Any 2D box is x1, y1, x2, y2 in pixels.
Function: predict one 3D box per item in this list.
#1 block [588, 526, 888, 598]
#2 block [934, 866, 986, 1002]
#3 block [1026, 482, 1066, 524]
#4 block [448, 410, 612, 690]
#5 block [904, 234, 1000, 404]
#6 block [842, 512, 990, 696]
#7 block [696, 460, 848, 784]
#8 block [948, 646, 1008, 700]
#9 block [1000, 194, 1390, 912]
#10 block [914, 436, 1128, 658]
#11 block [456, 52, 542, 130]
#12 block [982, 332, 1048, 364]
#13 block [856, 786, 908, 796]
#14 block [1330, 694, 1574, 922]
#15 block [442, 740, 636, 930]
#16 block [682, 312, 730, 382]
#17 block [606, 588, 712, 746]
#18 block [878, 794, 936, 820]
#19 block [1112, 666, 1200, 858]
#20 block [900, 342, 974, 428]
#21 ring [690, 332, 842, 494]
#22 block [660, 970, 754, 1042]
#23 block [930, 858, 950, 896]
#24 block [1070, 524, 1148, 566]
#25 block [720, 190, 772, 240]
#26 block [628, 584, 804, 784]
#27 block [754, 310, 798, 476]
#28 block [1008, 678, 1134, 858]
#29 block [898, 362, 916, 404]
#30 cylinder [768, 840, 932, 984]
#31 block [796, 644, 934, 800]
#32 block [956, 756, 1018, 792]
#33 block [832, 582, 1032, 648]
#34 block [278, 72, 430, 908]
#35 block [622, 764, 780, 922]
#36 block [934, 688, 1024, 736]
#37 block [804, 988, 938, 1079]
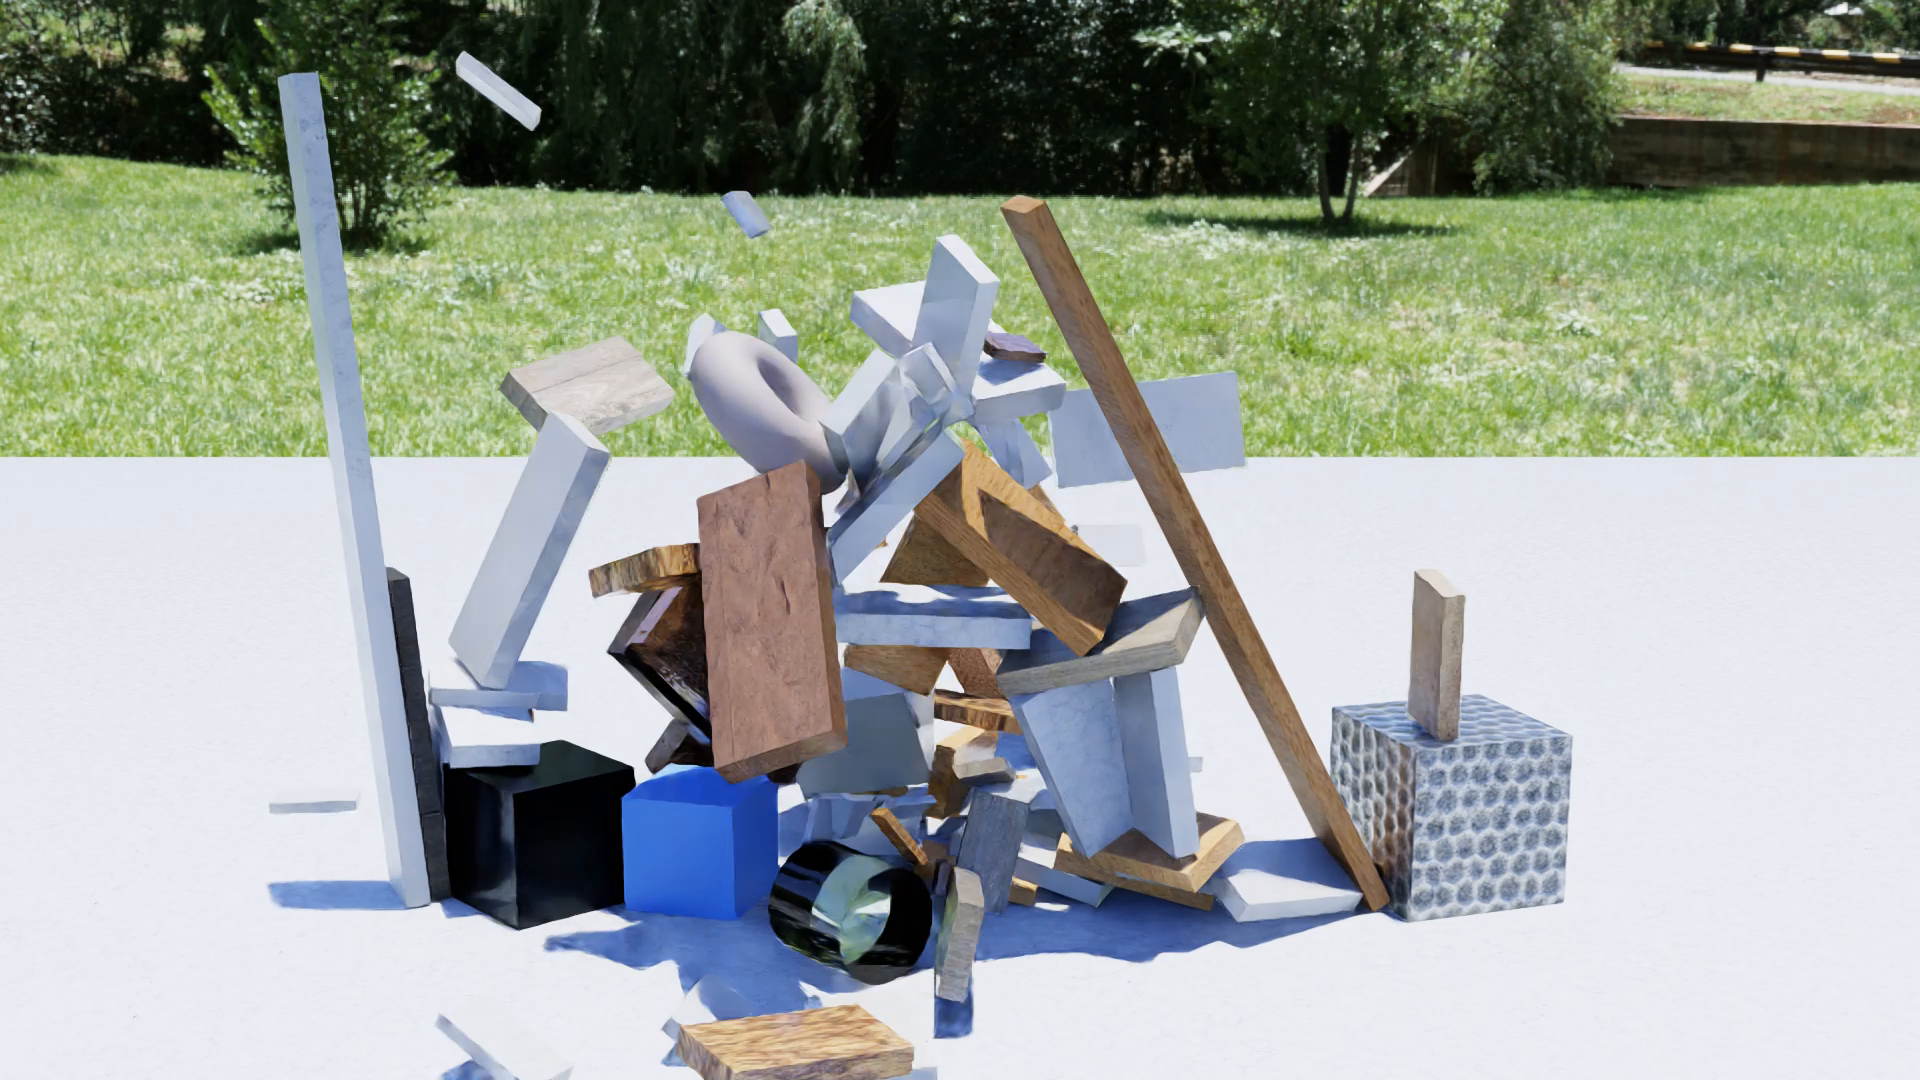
[{"bbox_3d":[-0.340,0.028,3.455,0.155,0.044,0.504,-17,-6,39],"label":"block"},{"bbox_3d":[-0.002,0.573,3.218,0.039,0.137,0.300,13,0,-1],"label":"block"},{"bbox_3d":[0.137,-0.082,4.598,0.086,0.172,0.024,-36,-3,12],"label":"block"},{"bbox_3d":[-0.713,0.016,3.627,0.044,0.441,0.156,16,15,-41],"label":"block"},{"bbox_3d":[-0.014,-0.311,3.250,0.035,0.249,0.125,-12,45,-31],"label":"block"},{"bbox_3d":[-0.058,0.098,3.647,0.155,0.310,0.044,22,20,-16],"label":"block"},{"bbox_3d":[-0.271,0.109,3.122,0.178,0.466,0.050,-19,-37,14],"label":"block"},{"bbox_3d":[0.016,0.209,4.182,0.113,0.225,0.032,-3,32,49],"label":"block"},{"bbox_3d":[0.380,0.046,3.418,0.035,1.294,0.125,-31,20,-8],"label":"block"},{"bbox_3d":[0.095,0.009,3.365,0.049,0.345,0.172,-44,9,35],"label":"block"},{"bbox_3d":[-0.803,-0.780,3.823,0.163,0.023,0.081,37,-11,-7],"label":"block"},{"bbox_3d":[0.077,-0.307,3.497,0.121,0.017,0.061,0,33,-48],"label":"block"},{"bbox_3d":[-0.182,0.429,4.191,0.125,0.125,0.125,5,11,23],"label":"block"},{"bbox_3d":[0.815,0.442,3.685,0.286,0.286,0.286,-3,11,-18],"label":"block"},{"bbox_3d":[-0.693,0.481,3.634,0.226,0.226,0.226,-9,14,-41],"label":"block"},{"bbox_3d":[-0.346,-0.257,3.742,0.276,0.039,0.138,36,33,-28],"label":"block"},{"bbox_3d":[-0.455,0.207,3.613,0.039,0.276,0.138,6,57,39],"label":"block"},{"bbox_3d":[-0.086,0.414,3.397,0.050,0.014,0.099,-38,-24,30],"label":"block"},{"bbox_3d":[0.301,0.323,3.411,0.043,0.306,0.153,-14,16,-18],"label":"block"},{"bbox_3d":[-0.033,-0.226,3.215,0.017,0.121,0.061,-40,12,-37],"label":"block"},{"bbox_3d":[-0.289,-0.196,3.405,0.103,0.308,0.308,-43,0,16],"label":"ring"},{"bbox_3d":[-0.350,0.666,3.063,0.086,0.024,0.173,38,15,2],"label":"block"},{"bbox_3d":[-0.030,0.518,3.376,0.014,0.050,0.099,12,-5,-3],"label":"block"},{"bbox_3d":[0.311,0.012,4.599,0.172,0.086,0.024,0,-17,-35],"label":"block"},{"bbox_3d":[-0.368,-0.566,3.816,0.023,0.081,0.323,-35,8,4],"label":"block"},{"bbox_3d":[-0.361,0.215,3.581,0.050,0.356,0.178,-9,41,50],"label":"block"},{"bbox_3d":[-0.330,-0.229,3.934,0.039,0.337,0.138,-5,26,-18],"label":"block"},{"bbox_3d":[0.200,0.338,3.485,0.153,0.306,0.043,-33,27,-18],"label":"block"},{"bbox_3d":[-0.112,-0.314,4.523,0.044,0.312,0.156,35,-15,-18],"label":"block"},{"bbox_3d":[-0.166,0.562,3.333,0.177,0.177,0.177,-9,14,-40],"label":"cylinder"},{"bbox_3d":[-0.188,0.286,3.960,0.237,0.237,0.237,-9,42,8],"label":"block"},{"bbox_3d":[0.049,0.420,3.914,0.086,0.024,0.173,-10,-17,6],"label":"block"},{"bbox_3d":[-0.070,0.117,3.461,0.345,0.049,0.172,2,15,-6],"label":"block"},{"bbox_3d":[-0.970,-0.066,3.531,0.039,1.338,0.138,-10,12,-24],"label":"block"},{"bbox_3d":[-0.427,0.498,3.639,0.194,0.194,0.194,3,12,17],"label":"block"},{"bbox_3d":[0.080,0.327,4.095,0.548,0.032,0.113,9,9,22],"label":"block"},{"bbox_3d":[-0.127,0.691,3.019,0.137,0.039,0.274,-2,11,-12],"label":"block"}]
